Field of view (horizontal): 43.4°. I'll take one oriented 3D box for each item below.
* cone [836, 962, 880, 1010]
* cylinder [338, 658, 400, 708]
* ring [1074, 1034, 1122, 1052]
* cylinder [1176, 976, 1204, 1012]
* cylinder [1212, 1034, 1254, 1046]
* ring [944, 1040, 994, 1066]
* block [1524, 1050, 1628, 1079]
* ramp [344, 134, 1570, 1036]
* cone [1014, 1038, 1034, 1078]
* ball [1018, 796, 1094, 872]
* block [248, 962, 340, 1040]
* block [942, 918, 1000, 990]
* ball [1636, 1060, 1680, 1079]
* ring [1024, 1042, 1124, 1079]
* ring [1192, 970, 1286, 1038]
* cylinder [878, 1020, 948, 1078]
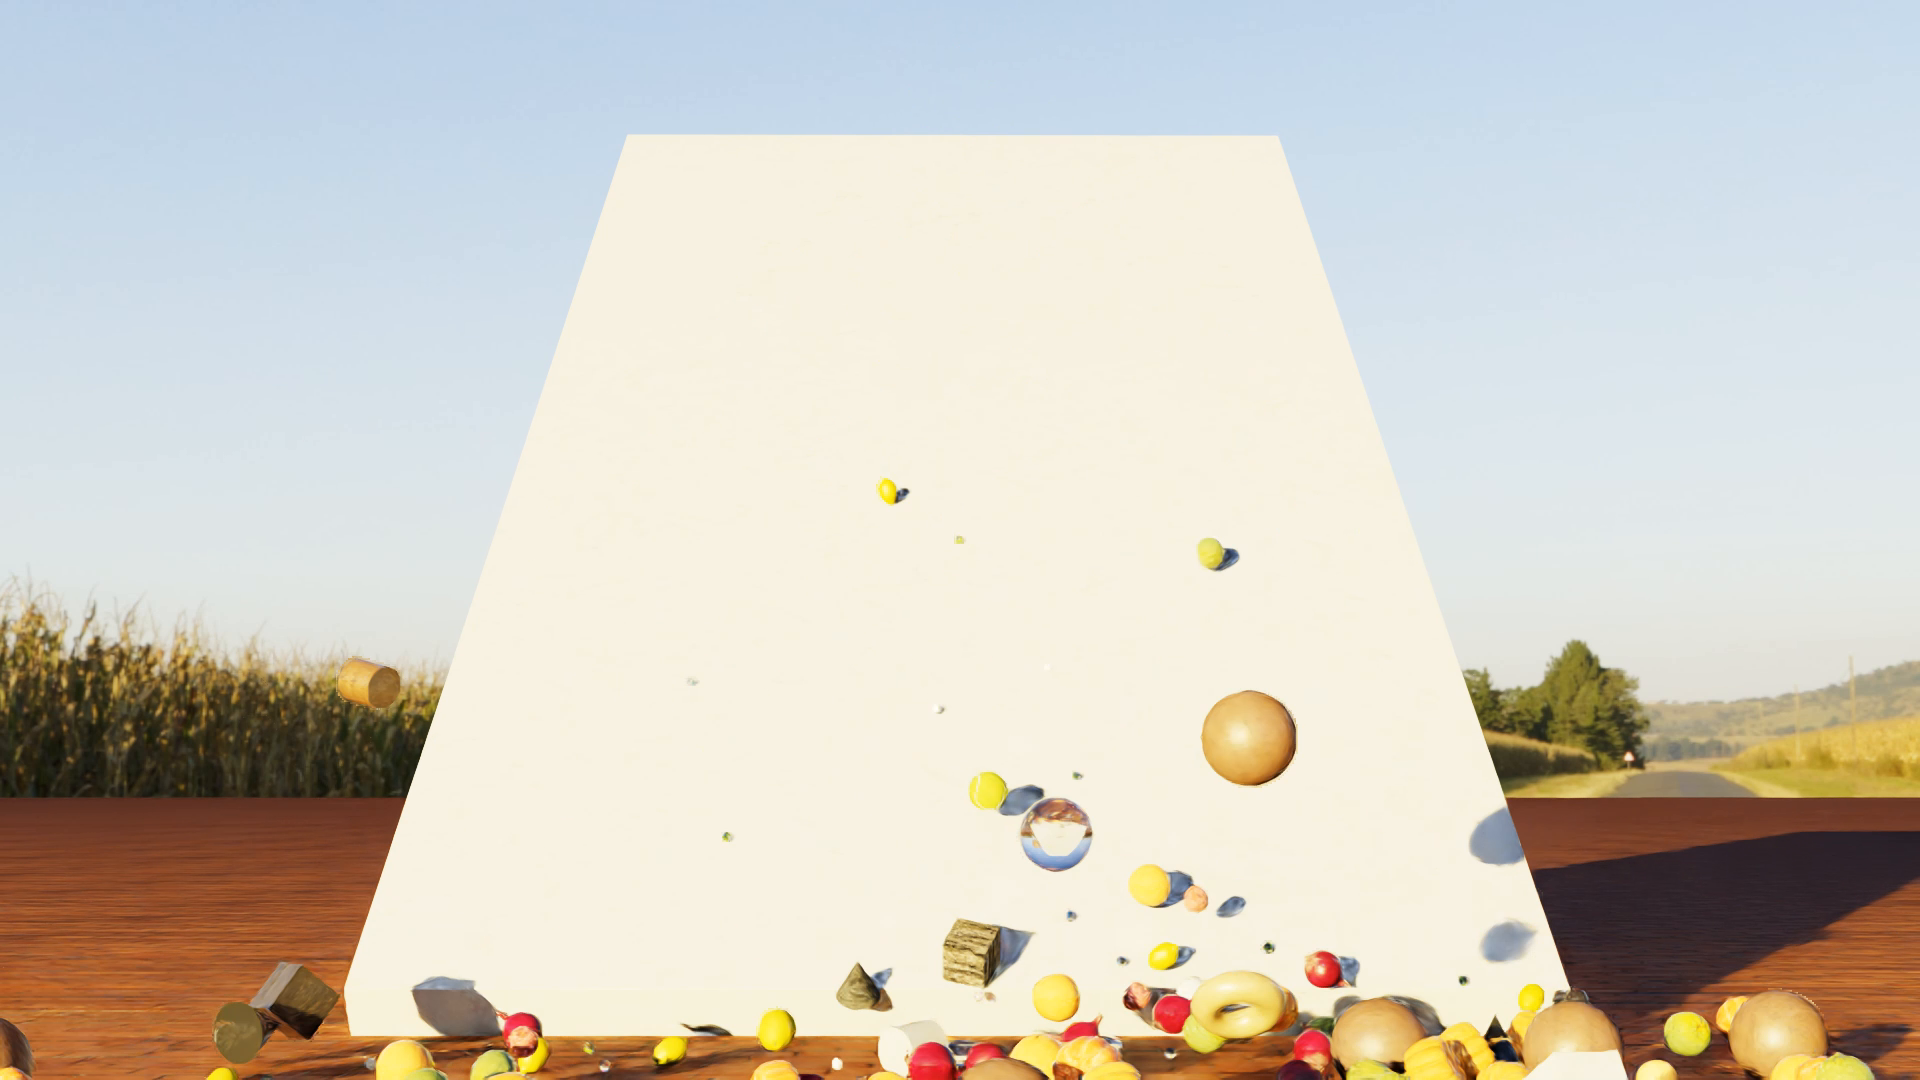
[{"bbox_3d":[-0.165,0.708,3.898,0.072,0.072,0.072,0,30,0],"label":"cone"},{"bbox_3d":[-1.142,0.278,4.659,0.083,0.083,0.083,11,1,34],"label":"cylinder"},{"bbox_3d":[0.212,0.780,3.723,0.077,0.026,0.077,1,-7,0],"label":"ring"},{"bbox_3d":[0.379,0.726,3.817,0.052,0.052,0.052,4,17,-36],"label":"cylinder"},{"bbox_3d":[0.408,0.728,3.622,0.057,0.057,0.057,-8,-7,11],"label":"cylinder"},{"bbox_3d":[0.004,0.761,3.574,0.095,0.032,0.095,1,-6,0],"label":"ring"},{"bbox_3d":[0.677,0.615,2.637,0.082,0.082,0.082,3,-38,-20],"label":"block"},{"bbox_3d":[-0.013,-0.213,5.694,2.000,0.100,4.000,0,30,0],"label":"ramp"},{"bbox_3d":[0.103,0.756,3.429,0.098,0.098,0.098,-6,-5,-1],"label":"cone"},{"bbox_3d":[0.104,0.319,2.616,0.081,0.081,0.081,0,-6,0],"label":"ball"},{"bbox_3d":[-1.004,0.696,3.635,0.081,0.081,0.081,47,-31,-24],"label":"block"},{"bbox_3d":[0.018,0.678,3.951,0.074,0.074,0.074,10,31,17],"label":"block"},{"bbox_3d":[0.906,0.703,3.131,0.055,0.055,0.055,0,-6,0],"label":"ball"},{"bbox_3d":[0.159,0.733,3.376,0.142,0.047,0.142,1,-5,0],"label":"ring"},{"bbox_3d":[0.393,0.655,3.398,0.135,0.045,0.135,0,-44,0],"label":"ring"},{"bbox_3d":[-0.066,0.720,3.415,0.070,0.070,0.070,-6,-3,44],"label":"cylinder"}]
